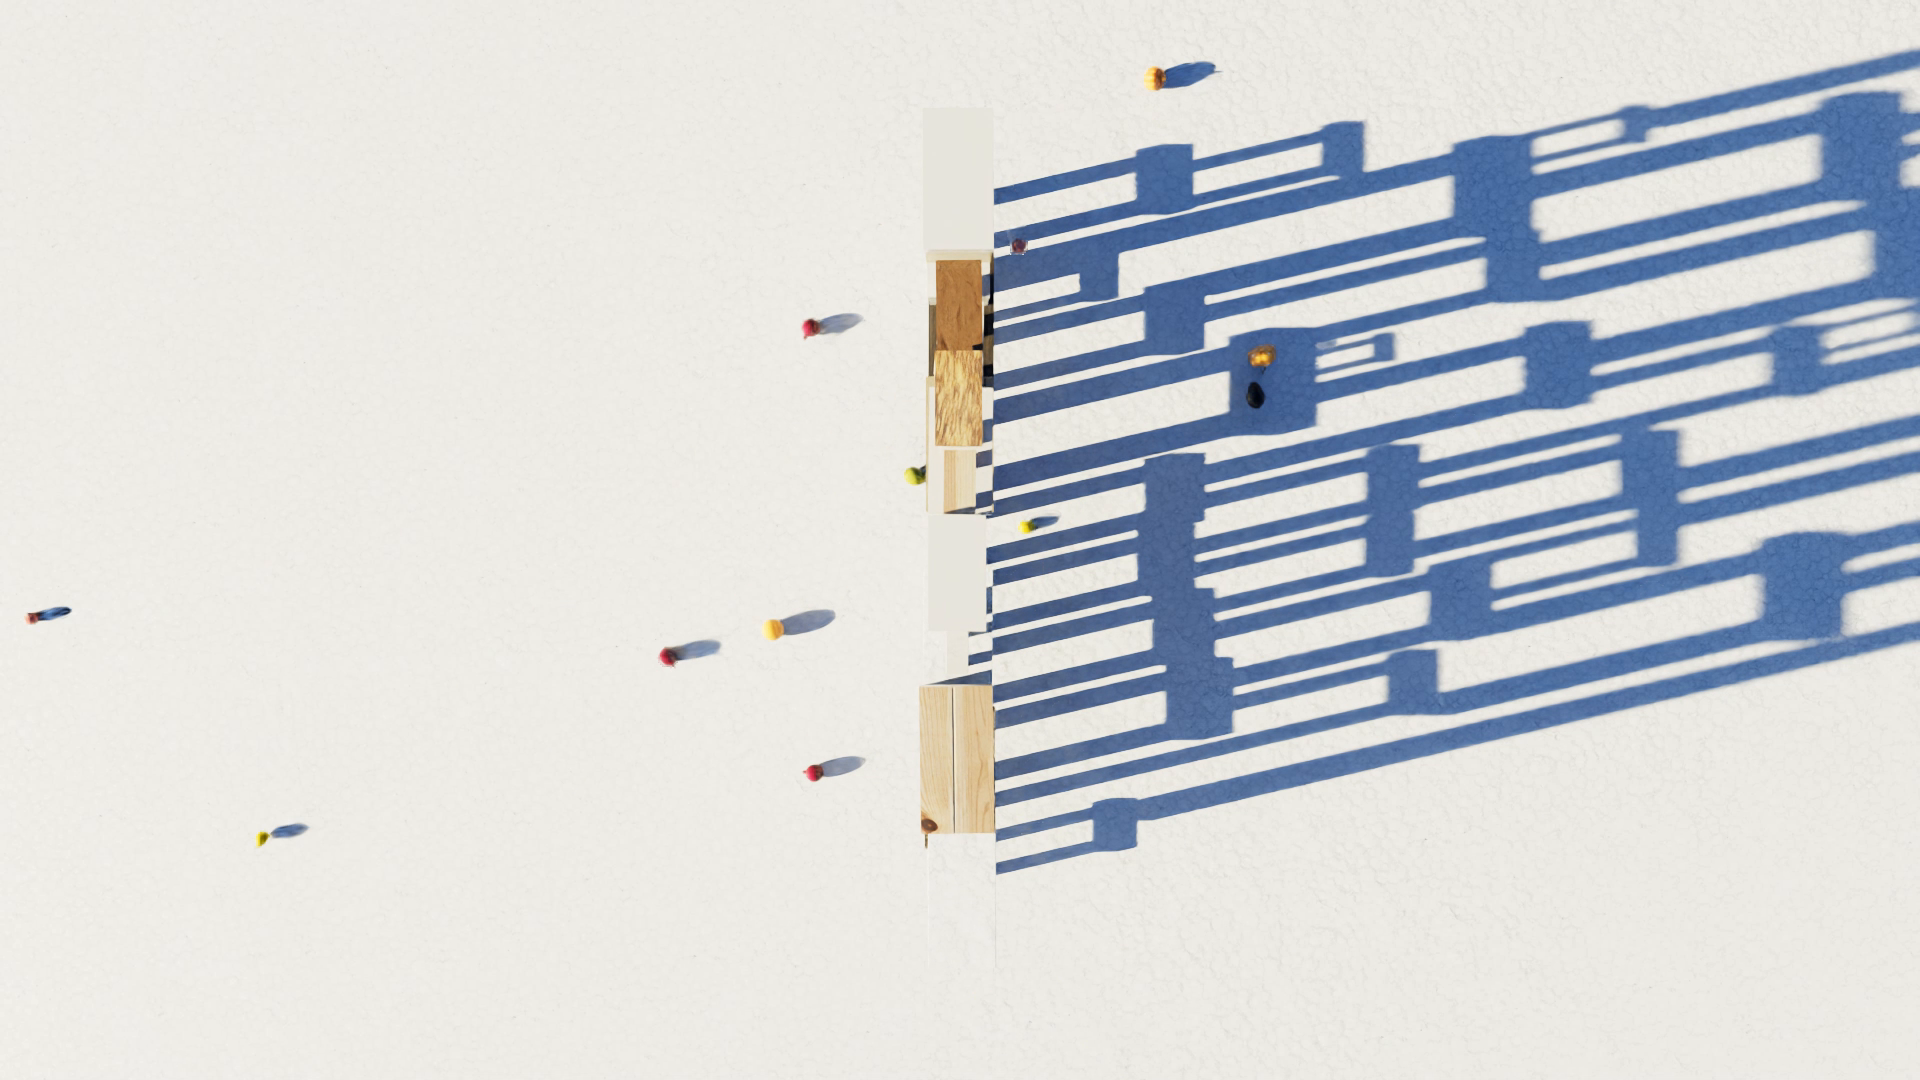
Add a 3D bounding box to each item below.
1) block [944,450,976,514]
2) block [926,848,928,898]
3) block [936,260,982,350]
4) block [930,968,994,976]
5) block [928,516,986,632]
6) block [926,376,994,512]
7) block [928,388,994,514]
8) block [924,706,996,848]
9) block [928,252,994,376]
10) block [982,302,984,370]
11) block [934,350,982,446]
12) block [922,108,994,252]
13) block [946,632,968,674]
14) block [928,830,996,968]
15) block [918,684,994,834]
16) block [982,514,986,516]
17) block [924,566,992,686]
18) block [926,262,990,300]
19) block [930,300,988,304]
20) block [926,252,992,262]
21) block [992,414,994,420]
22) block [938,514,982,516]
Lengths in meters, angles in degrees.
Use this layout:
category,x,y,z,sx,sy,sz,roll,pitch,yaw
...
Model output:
category,x,y,z,sx,sy,sz,roll,pitch,yaw
block,-0.001,-0.135,3.874,0.075,0.021,0.150,0,90,0
block,-0.004,0.806,4.539,0.175,0.049,0.349,0,90,0
block,-0.002,-0.546,3.863,0.107,0.030,0.214,-1,90,0
block,0.004,0.935,4.171,0.161,0.046,0.321,0,90,0
block,-0.007,0.078,3.848,0.135,0.038,0.269,0,90,0
block,-0.001,-0.255,4.415,0.180,0.051,0.360,0,90,0
block,0.002,-0.218,4.057,0.155,0.044,0.311,1,90,0
block,0.000,0.594,4.138,0.176,0.050,0.352,0,90,0
block,0.003,-0.617,4.475,0.176,0.050,0.353,0,90,0
block,0.004,-0.489,4.153,0.110,0.031,0.221,1,90,0
block,-0.003,-0.325,3.801,0.109,0.031,0.218,0,90,0
block,-0.004,-0.817,3.750,0.160,0.045,0.320,0,90,0
block,-0.007,0.273,4.021,0.054,0.015,0.108,0,90,0
block,0.005,0.822,3.783,0.154,0.044,0.308,0,90,0
block,-0.008,0.498,3.756,0.166,0.047,0.333,-1,90,0
block,0.003,-0.122,4.820,0.140,0.040,0.280,0,90,0
block,-0.005,0.240,4.161,0.173,0.049,0.346,0,90,0
block,-0.005,-0.760,4.115,0.157,0.044,0.313,0,90,0
block,-0.003,-0.657,4.293,0.157,0.313,0.044,0,90,0
block,-0.004,-0.711,3.933,0.160,0.320,0.045,0,90,0
block,0.004,-0.318,4.234,0.155,0.310,0.044,-3,90,0
block,0.000,0.047,4.548,0.118,0.033,0.236,0,90,0
